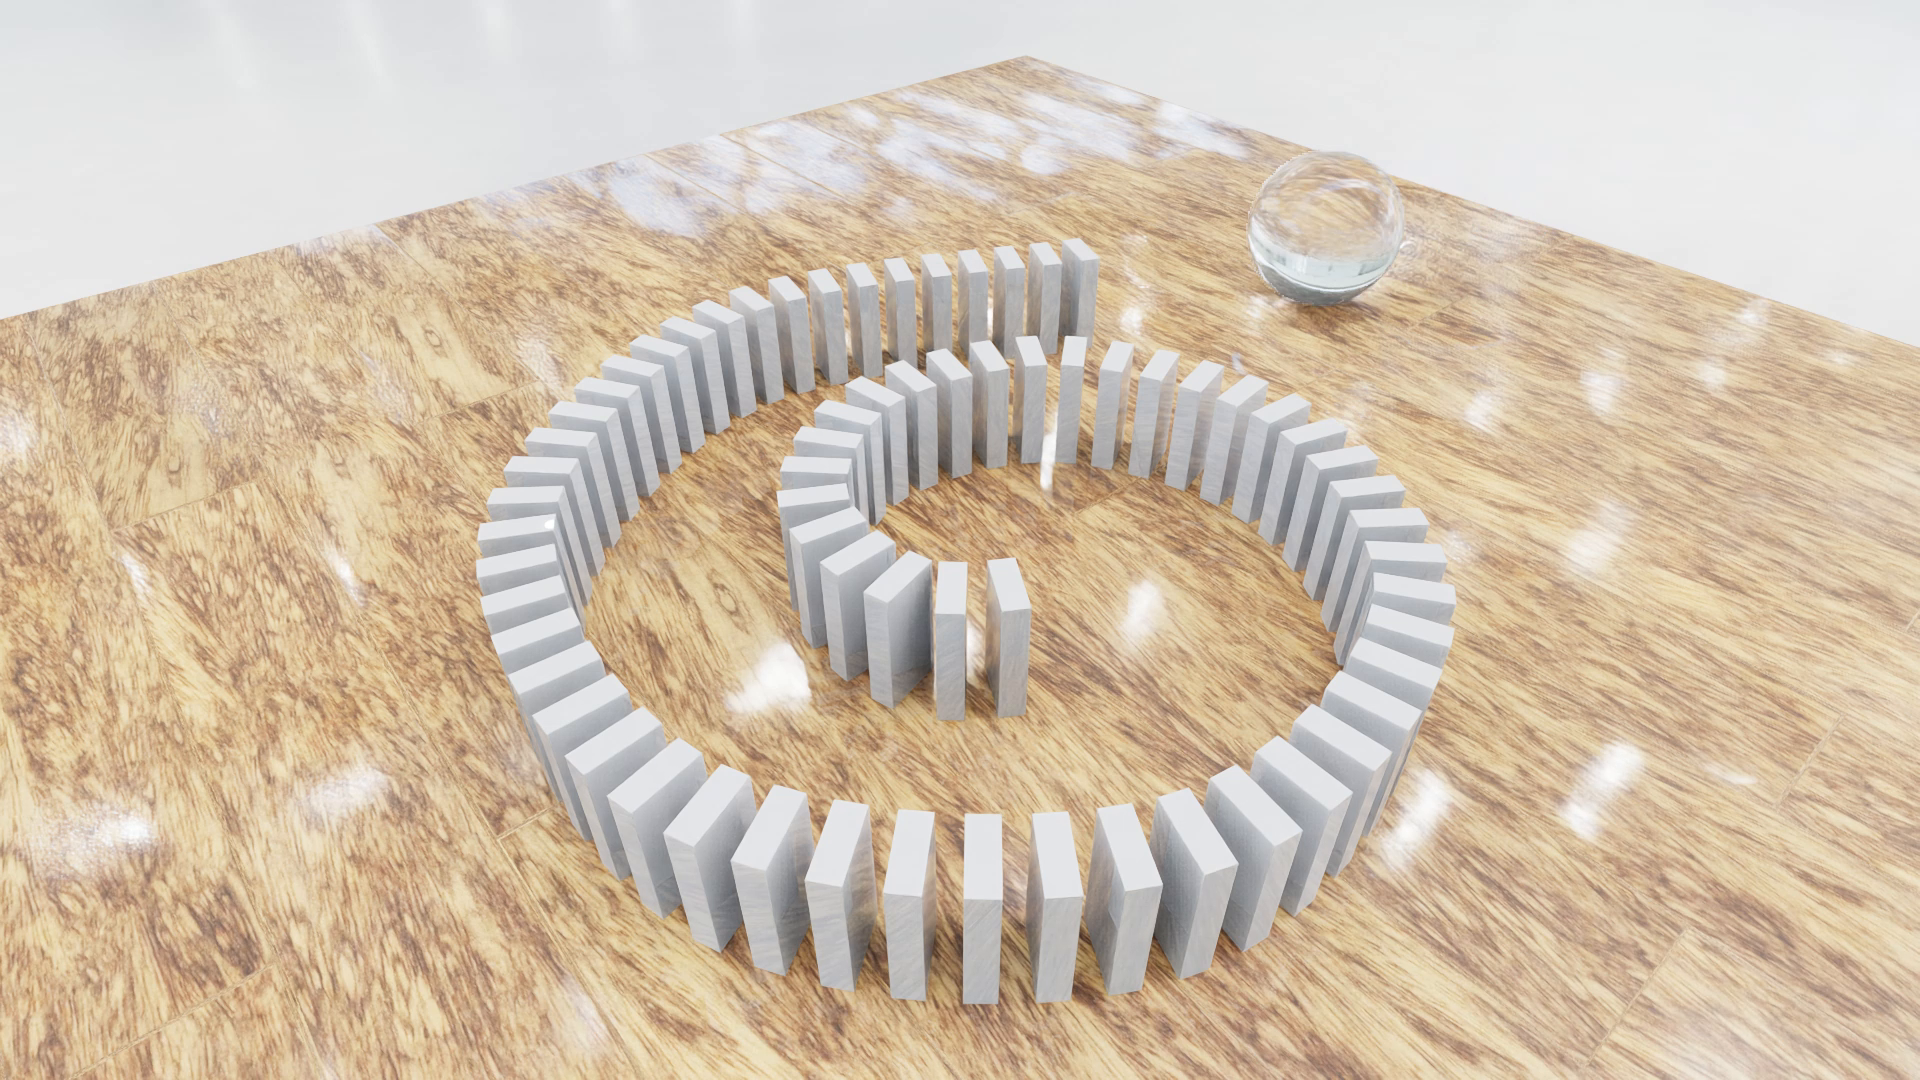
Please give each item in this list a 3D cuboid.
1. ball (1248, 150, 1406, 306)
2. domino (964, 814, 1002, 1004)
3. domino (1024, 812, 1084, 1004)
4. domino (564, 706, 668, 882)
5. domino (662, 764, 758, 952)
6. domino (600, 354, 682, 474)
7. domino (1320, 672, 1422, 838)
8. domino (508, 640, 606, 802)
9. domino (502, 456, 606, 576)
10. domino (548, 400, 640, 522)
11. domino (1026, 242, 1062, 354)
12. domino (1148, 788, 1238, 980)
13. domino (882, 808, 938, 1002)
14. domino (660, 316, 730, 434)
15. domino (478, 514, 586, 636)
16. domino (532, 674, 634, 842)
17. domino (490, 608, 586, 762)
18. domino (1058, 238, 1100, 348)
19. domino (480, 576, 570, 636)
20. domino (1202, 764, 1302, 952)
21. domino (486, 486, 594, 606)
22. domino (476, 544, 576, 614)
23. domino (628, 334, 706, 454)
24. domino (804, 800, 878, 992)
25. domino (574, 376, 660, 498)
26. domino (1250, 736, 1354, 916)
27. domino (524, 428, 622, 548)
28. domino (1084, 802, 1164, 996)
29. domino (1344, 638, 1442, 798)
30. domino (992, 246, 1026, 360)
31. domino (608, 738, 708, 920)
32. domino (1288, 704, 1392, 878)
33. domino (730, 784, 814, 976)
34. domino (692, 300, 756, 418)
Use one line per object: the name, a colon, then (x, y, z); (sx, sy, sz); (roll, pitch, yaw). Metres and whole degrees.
ball: (0.197, -0.167, 0.592); (0.080, 0.080, 0.080); (0, 39, 0)
domino: (0.006, 0.098, 0.291); (0.009, 0.050, 0.025); (1, 39, 1)
domino: (0.024, 0.098, 0.292); (0.009, 0.050, 0.025); (-3, 39, -3)
domino: (-0.096, 0.075, 0.320); (0.010, 0.050, 0.025); (31, 49, 32)
domino: (-0.066, 0.088, 0.304); (0.009, 0.050, 0.025); (18, 42, 20)
domino: (-0.138, -0.054, 0.477); (0.025, 0.050, 0.009); (15, 42, 17)
domino: (0.119, 0.065, 0.332); (0.025, 0.050, 0.009); (28, 47, 30)
domino: (-0.120, 0.057, 0.342); (0.025, 0.050, 0.009); (-25, 45, -27)
domino: (-0.155, -0.008, 0.422); (0.025, 0.050, 0.010); (2, 39, 3)
domino: (-0.149, -0.032, 0.450); (0.025, 0.050, 0.009); (9, 40, 10)
domino: (0.043, -0.123, 0.561); (0.010, 0.050, 0.025); (-9, 40, -10)
domino: (0.061, 0.093, 0.297); (0.009, 0.050, 0.025); (-13, 41, -15)
domino: (-0.013, 0.098, 0.292); (0.009, 0.050, 0.025); (4, 39, 5)
domino: (-0.121, -0.075, 0.503); (0.025, 0.050, 0.010); (22, 44, 25)
domino: (-0.152, 0.015, 0.393); (0.025, 0.050, 0.010); (-8, 40, -10)
domino: (-0.109, 0.066, 0.331); (0.025, 0.050, 0.009); (-29, 47, -30)
domino: (-0.130, 0.047, 0.354); (0.025, 0.050, 0.010); (-21, 44, -24)
domino: (0.060, -0.126, 0.565); (0.009, 0.050, 0.025); (-12, 41, -15)
domino: (-0.139, 0.037, 0.366); (0.025, 0.050, 0.009); (-17, 42, -20)
domino: (0.077, 0.088, 0.304); (0.009, 0.050, 0.025); (-21, 44, -23)
domino: (-0.155, 0.003, 0.407); (0.025, 0.050, 0.010); (-2, 39, -3)
domino: (-0.147, 0.026, 0.380); (0.025, 0.050, 0.009); (-13, 41, -16)
domino: (-0.130, -0.065, 0.490); (0.025, 0.050, 0.010); (18, 43, 21)
domino: (-0.031, 0.096, 0.295); (0.009, 0.050, 0.025); (7, 40, 9)
domino: (-0.144, -0.043, 0.464); (0.025, 0.050, 0.010); (11, 41, 14)
domino: (0.092, 0.082, 0.312); (0.009, 0.050, 0.025); (-27, 46, -29)
domino: (-0.153, -0.020, 0.436); (0.025, 0.050, 0.010); (6, 40, 7)
domino: (0.043, 0.097, 0.294); (0.009, 0.050, 0.025); (-7, 40, -8)
domino: (0.130, 0.056, 0.343); (0.025, 0.050, 0.009); (23, 45, 25)
domino: (0.024, -0.120, 0.558); (0.010, 0.050, 0.025); (-8, 40, -10)
domino: (-0.082, 0.082, 0.311); (0.010, 0.050, 0.025); (25, 46, 28)
domino: (0.106, 0.074, 0.321); (0.010, 0.050, 0.025); (-32, 49, -33)
domino: (-0.049, 0.093, 0.298); (0.009, 0.050, 0.025); (12, 41, 14)
domino: (-0.110, -0.084, 0.514); (0.025, 0.050, 0.009); (28, 47, 30)
